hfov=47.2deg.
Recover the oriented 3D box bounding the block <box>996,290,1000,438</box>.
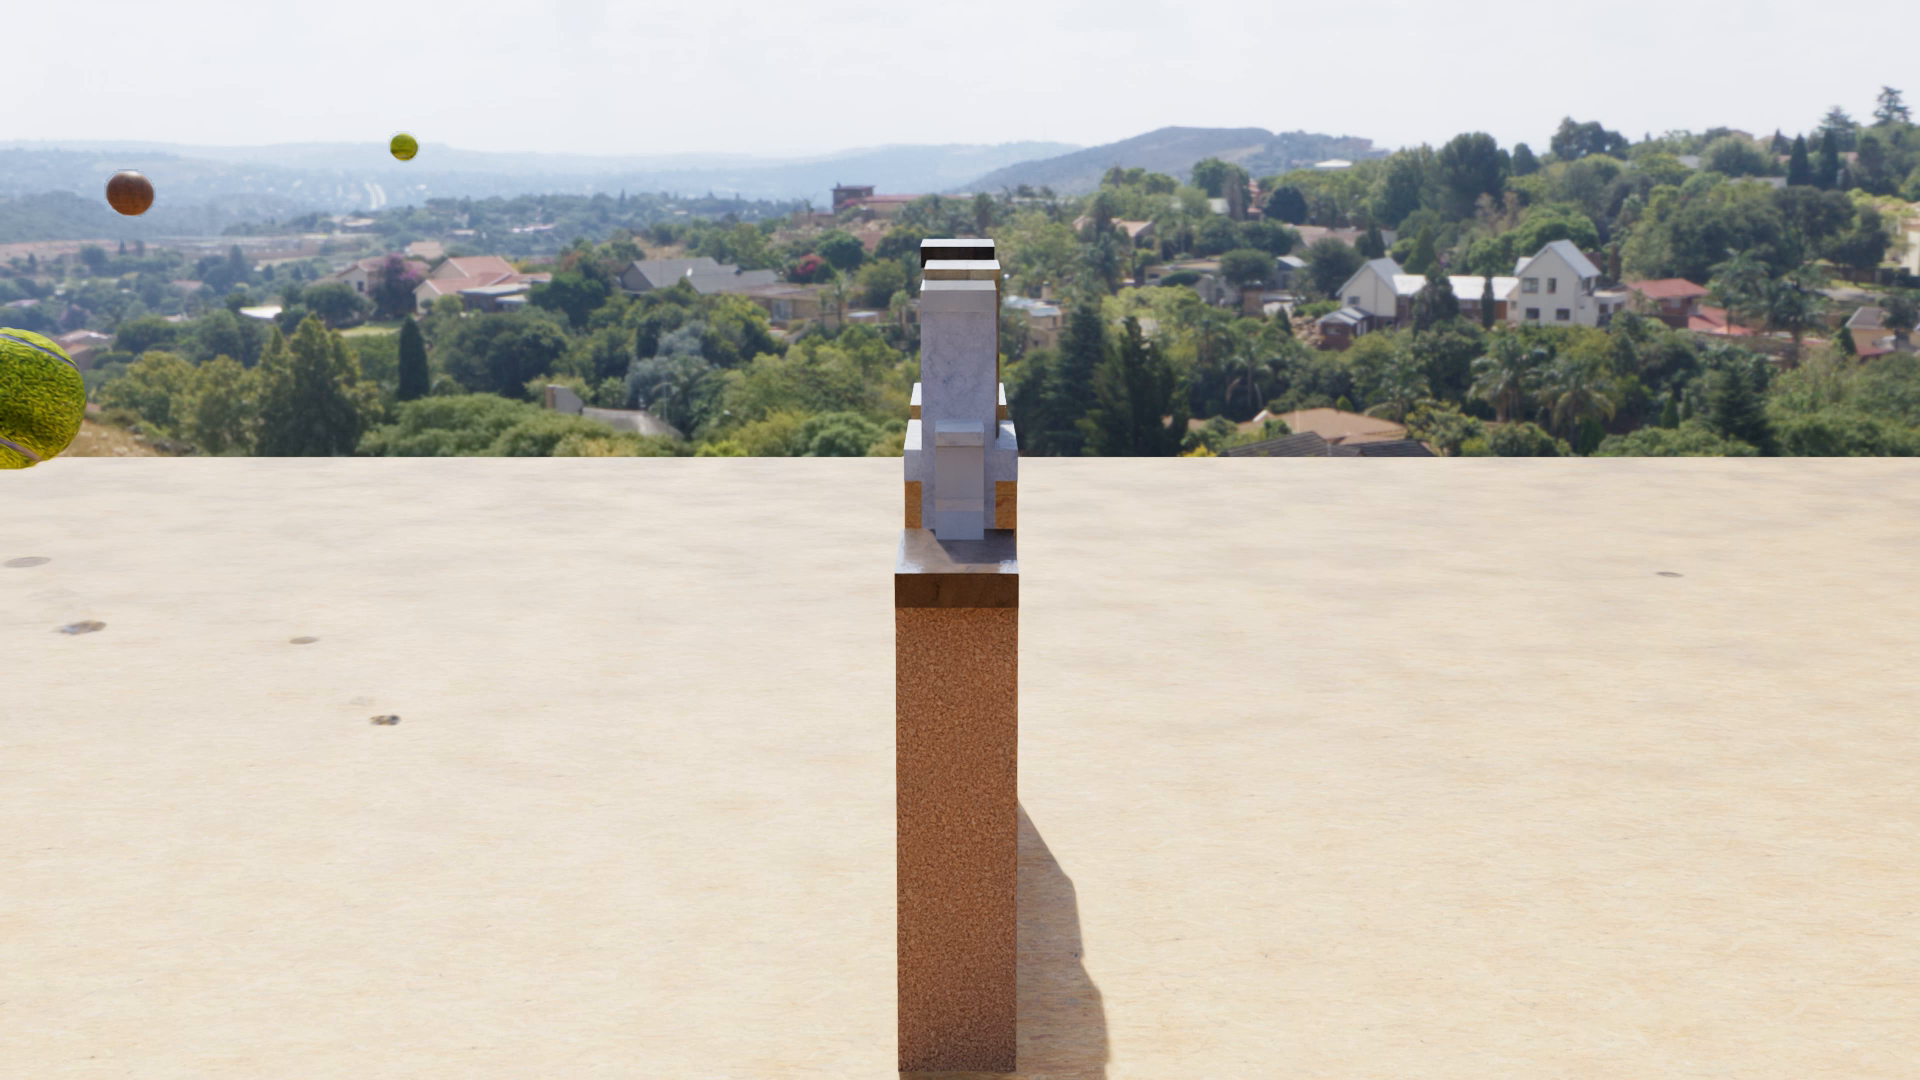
[{"bbox_3d":[0.003,-0.273,3.389,0.114,0.229,0.032,0,11,0],"label":"block"}]

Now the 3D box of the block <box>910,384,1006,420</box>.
[{"bbox_3d":[-0.003,-0.248,4.090,0.171,0.048,0.341,0,11,0],"label":"block"}]

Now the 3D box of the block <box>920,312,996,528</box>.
[{"bbox_3d":[-0.002,-0.118,3.192,0.107,0.432,0.030,0,11,0],"label":"block"}]

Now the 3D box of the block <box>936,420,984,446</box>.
[{"bbox_3d":[-0.001,-0.151,3.077,0.067,0.019,0.133,0,11,0],"label":"block"}]

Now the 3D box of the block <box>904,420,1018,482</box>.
[{"bbox_3d":[0.001,-0.142,3.445,0.170,0.048,0.340,0,11,0],"label":"block"}]

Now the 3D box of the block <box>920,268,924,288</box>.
[{"bbox_3d":[-0.004,-0.326,3.809,0.126,0.295,0.036,0,11,0],"label":"block"}]

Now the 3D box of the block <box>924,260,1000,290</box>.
[{"bbox_3d":[0.004,-0.415,3.440,0.114,0.032,0.229,0,11,0],"label":"block"}]

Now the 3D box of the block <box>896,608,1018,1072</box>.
[{"bbox_3d":[-0.004,0.396,2.938,0.160,0.648,0.045,0,11,0],"label":"block"}]

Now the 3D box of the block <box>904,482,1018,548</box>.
[{"bbox_3d":[0.001,0.069,3.369,0.170,0.340,0.048,0,11,0],"label":"block"}]

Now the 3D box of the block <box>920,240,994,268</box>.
[{"bbox_3d":[-0.004,-0.504,3.861,0.126,0.036,0.251,0,11,0],"label":"block"}]

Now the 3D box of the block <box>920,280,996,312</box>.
[{"bbox_3d":[-0.002,-0.358,3.220,0.107,0.030,0.214,0,10,0],"label":"block"}]

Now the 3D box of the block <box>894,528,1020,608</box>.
[{"bbox_3d":[-0.004,0.036,2.980,0.160,0.045,0.320,0,11,0],"label":"block"}]

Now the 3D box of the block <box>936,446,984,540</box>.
[{"bbox_3d":[0.000,-0.068,3.047,0.067,0.133,0.019,0,11,0],"label":"block"}]
